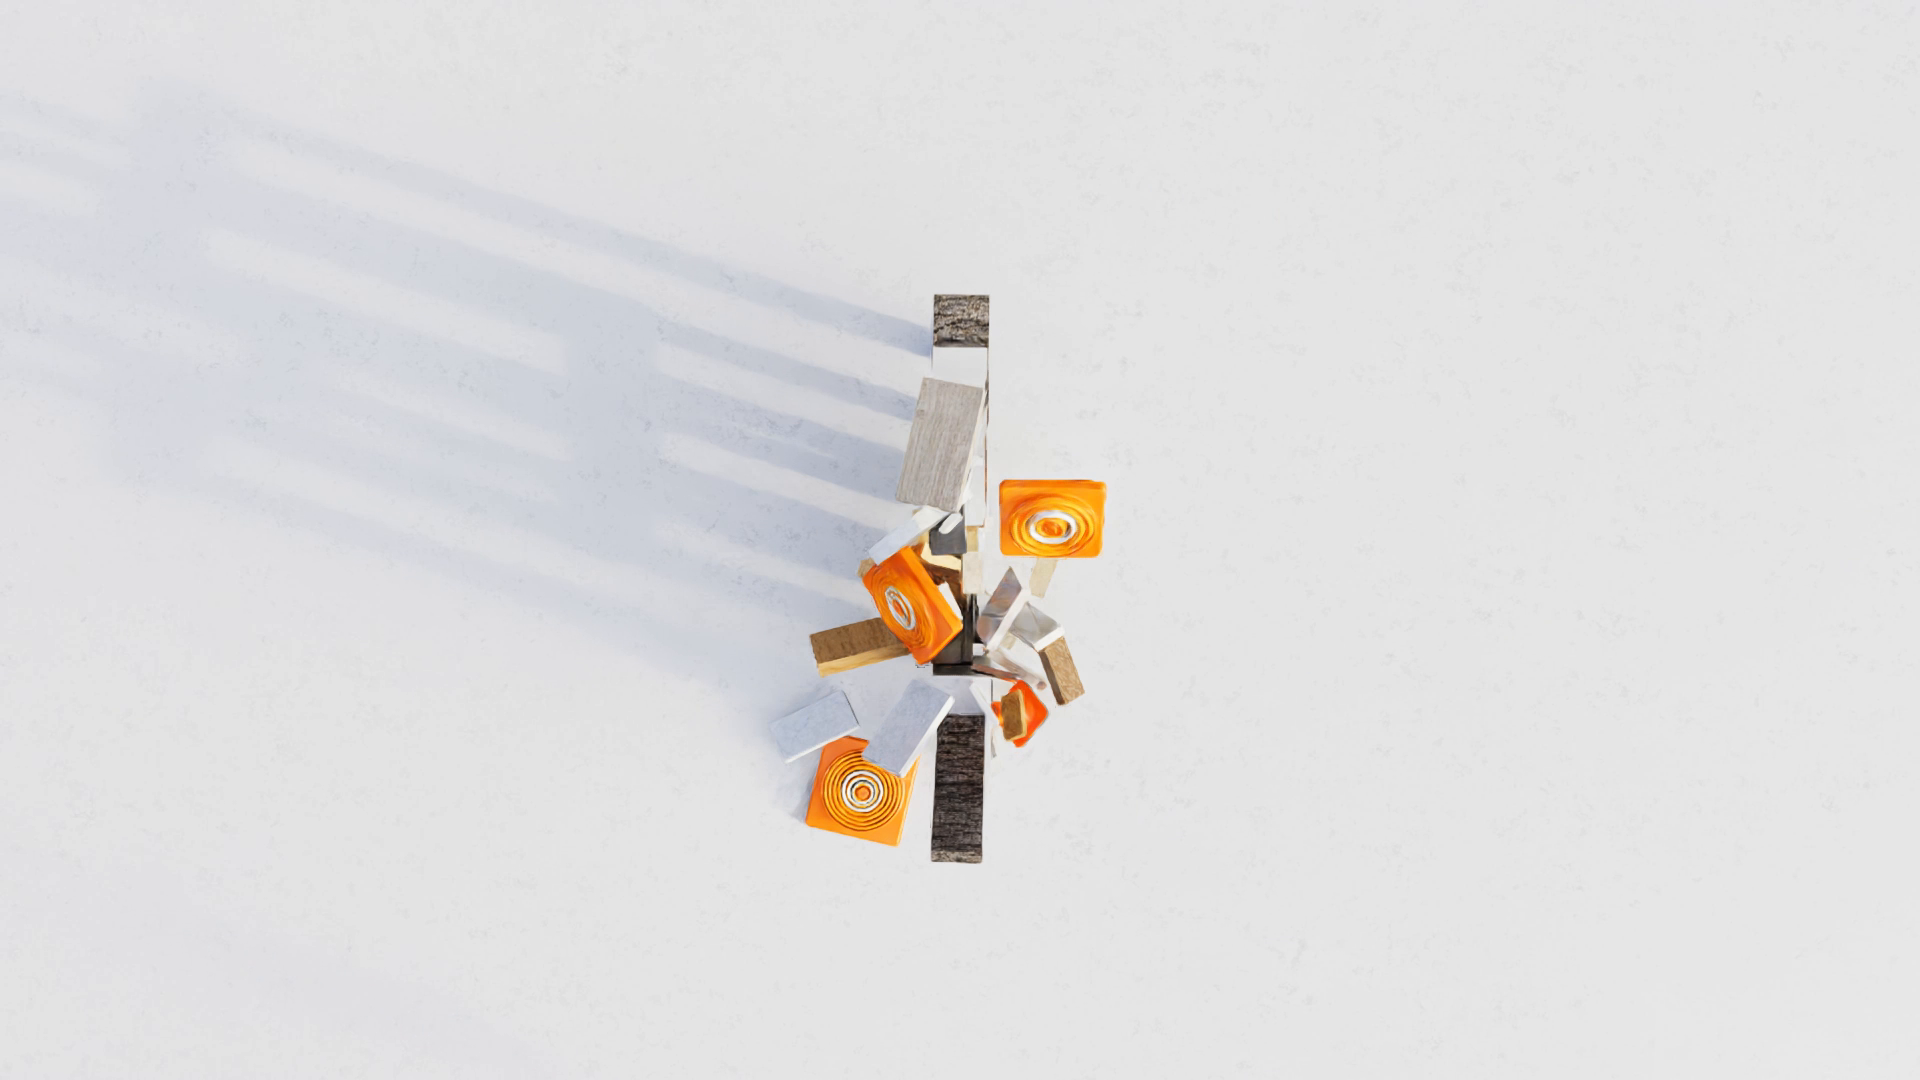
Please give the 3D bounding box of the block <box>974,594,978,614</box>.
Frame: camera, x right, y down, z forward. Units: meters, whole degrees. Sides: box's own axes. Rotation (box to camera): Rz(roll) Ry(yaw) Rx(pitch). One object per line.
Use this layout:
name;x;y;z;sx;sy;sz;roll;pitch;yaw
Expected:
block;-0.006;0.122;5.081;0.121;0.034;0.250;2;46;0

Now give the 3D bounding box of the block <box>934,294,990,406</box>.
block;0.003;-0.552;4.821;0.163;0.046;0.326;1;89;0

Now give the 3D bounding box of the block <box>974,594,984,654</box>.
block;0.006;0.284;5.191;0.144;0.041;0.288;-1;90;0

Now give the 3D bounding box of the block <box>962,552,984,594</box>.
block;0.035;0.090;4.553;0.059;0.017;0.118;1;87;-18

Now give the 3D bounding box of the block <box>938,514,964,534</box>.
block;-0.023;-0.042;4.143;0.017;0.118;0.059;43;95;5

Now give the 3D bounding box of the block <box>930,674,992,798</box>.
block;0.002;0.570;4.792;0.176;0.050;0.351;1;90;0

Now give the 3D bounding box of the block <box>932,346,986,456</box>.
block;-0.004;-0.346;4.126;0.134;0.038;0.268;2;90;0

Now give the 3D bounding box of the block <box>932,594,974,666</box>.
block;-0.020;0.253;4.937;0.121;0.034;0.241;-2;72;9

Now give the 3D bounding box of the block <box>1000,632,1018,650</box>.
block;0.173;0.303;5.492;0.058;0.016;0.116;31;90;0

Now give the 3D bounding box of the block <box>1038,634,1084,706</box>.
block;0.292;0.373;4.834;0.029;0.102;0.204;-18;94;42

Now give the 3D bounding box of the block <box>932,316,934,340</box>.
block;-0.001;-0.628;5.173;0.163;0.654;0.046;0;89;0

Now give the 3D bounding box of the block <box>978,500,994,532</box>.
block;0.011;-0.054;4.999;0.176;0.359;0.050;-16;85;0

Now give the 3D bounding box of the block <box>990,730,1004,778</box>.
block;0.035;0.682;5.159;0.176;0.680;0.050;-30;93;0

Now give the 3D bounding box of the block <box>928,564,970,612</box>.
block;-0.031;0.141;4.826;0.115;0.230;0.033;14;68;8

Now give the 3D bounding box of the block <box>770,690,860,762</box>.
block;-0.481;0.617;5.462;0.270;0.038;0.135;-26;73;0

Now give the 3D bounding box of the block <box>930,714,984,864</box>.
block;-0.003;0.673;4.530;0.135;0.548;0.038;2;124;0

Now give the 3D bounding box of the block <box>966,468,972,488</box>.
block;-0.023;-0.145;4.322;0.090;0.181;0.026;0;111;6

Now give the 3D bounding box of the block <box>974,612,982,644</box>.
block;0.001;0.245;5.058;0.121;0.241;0.034;-10;120;0

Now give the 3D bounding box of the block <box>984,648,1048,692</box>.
block;0.165;0.379;4.950;0.204;0.102;0.029;34;95;-9

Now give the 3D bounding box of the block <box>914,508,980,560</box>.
block;-0.036;-0.006;4.784;0.177;0.354;0.050;1;71;2

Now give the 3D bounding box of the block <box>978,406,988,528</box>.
block;-0.010;-0.212;4.793;0.175;0.050;0.351;1;90;0

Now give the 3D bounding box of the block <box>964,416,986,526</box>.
block;-0.010;-0.196;4.436;0.154;0.044;0.308;1;90;0

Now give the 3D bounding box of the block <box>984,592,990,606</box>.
block;0.028;0.206;5.356;0.144;0.288;0.041;-11;90;0

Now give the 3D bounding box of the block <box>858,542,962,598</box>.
block;-0.136;0.093;4.905;0.177;0.354;0.050;28;66;-28

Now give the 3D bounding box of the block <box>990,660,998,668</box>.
block;0.045;0.398;5.356;0.144;0.288;0.041;-13;89;0

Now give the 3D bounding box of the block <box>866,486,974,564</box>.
block;-0.091;-0.043;4.000;0.145;0.389;0.041;-37;90;23

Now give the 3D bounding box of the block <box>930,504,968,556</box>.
block;-0.033;-0.053;4.219;0.090;0.026;0.181;-4;89;6

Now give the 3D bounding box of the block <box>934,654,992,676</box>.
block;0.007;0.417;4.993;0.175;0.351;0.050;-1;101;0

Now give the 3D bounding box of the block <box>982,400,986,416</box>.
block;-0.010;-0.330;3.962;0.145;0.290;0.041;2;91;1

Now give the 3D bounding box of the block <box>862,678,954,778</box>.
block;-0.147;0.534;4.695;0.135;0.038;0.270;22;66;29

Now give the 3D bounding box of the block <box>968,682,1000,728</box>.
block;0.069;0.471;4.732;0.020;0.069;0.138;-33;90;1

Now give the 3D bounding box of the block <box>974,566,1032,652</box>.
block;0.124;0.200;4.830;0.033;0.115;0.230;15;119;-29

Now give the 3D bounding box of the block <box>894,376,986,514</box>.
block;-0.043;-0.217;3.775;0.145;0.041;0.290;12;86;10

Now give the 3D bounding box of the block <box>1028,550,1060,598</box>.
block;0.247;0.104;4.961;0.059;0.017;0.133;23;81;-1

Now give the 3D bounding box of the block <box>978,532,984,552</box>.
block;0.005;-0.001;5.200;0.140;0.040;0.280;-1;90;0

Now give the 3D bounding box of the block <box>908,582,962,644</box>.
block;-0.072;0.217;4.804;0.033;0.230;0.115;-19;79;-30

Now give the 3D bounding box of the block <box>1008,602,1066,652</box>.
block;0.199;0.245;4.843;0.102;0.250;0.029;-32;121;-15

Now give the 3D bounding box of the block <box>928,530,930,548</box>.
block;-0.036;-0.017;4.326;0.090;0.181;0.026;-5;105;1

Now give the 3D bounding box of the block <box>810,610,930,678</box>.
block;-0.289;0.323;5.241;0.354;0.177;0.050;-14;121;-7

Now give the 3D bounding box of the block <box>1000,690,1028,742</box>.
block;0.156;0.513;4.807;0.069;0.020;0.138;-24;56;31

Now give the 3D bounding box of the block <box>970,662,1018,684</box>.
block;0.101;0.392;4.871;0.138;0.069;0.020;15;79;1
